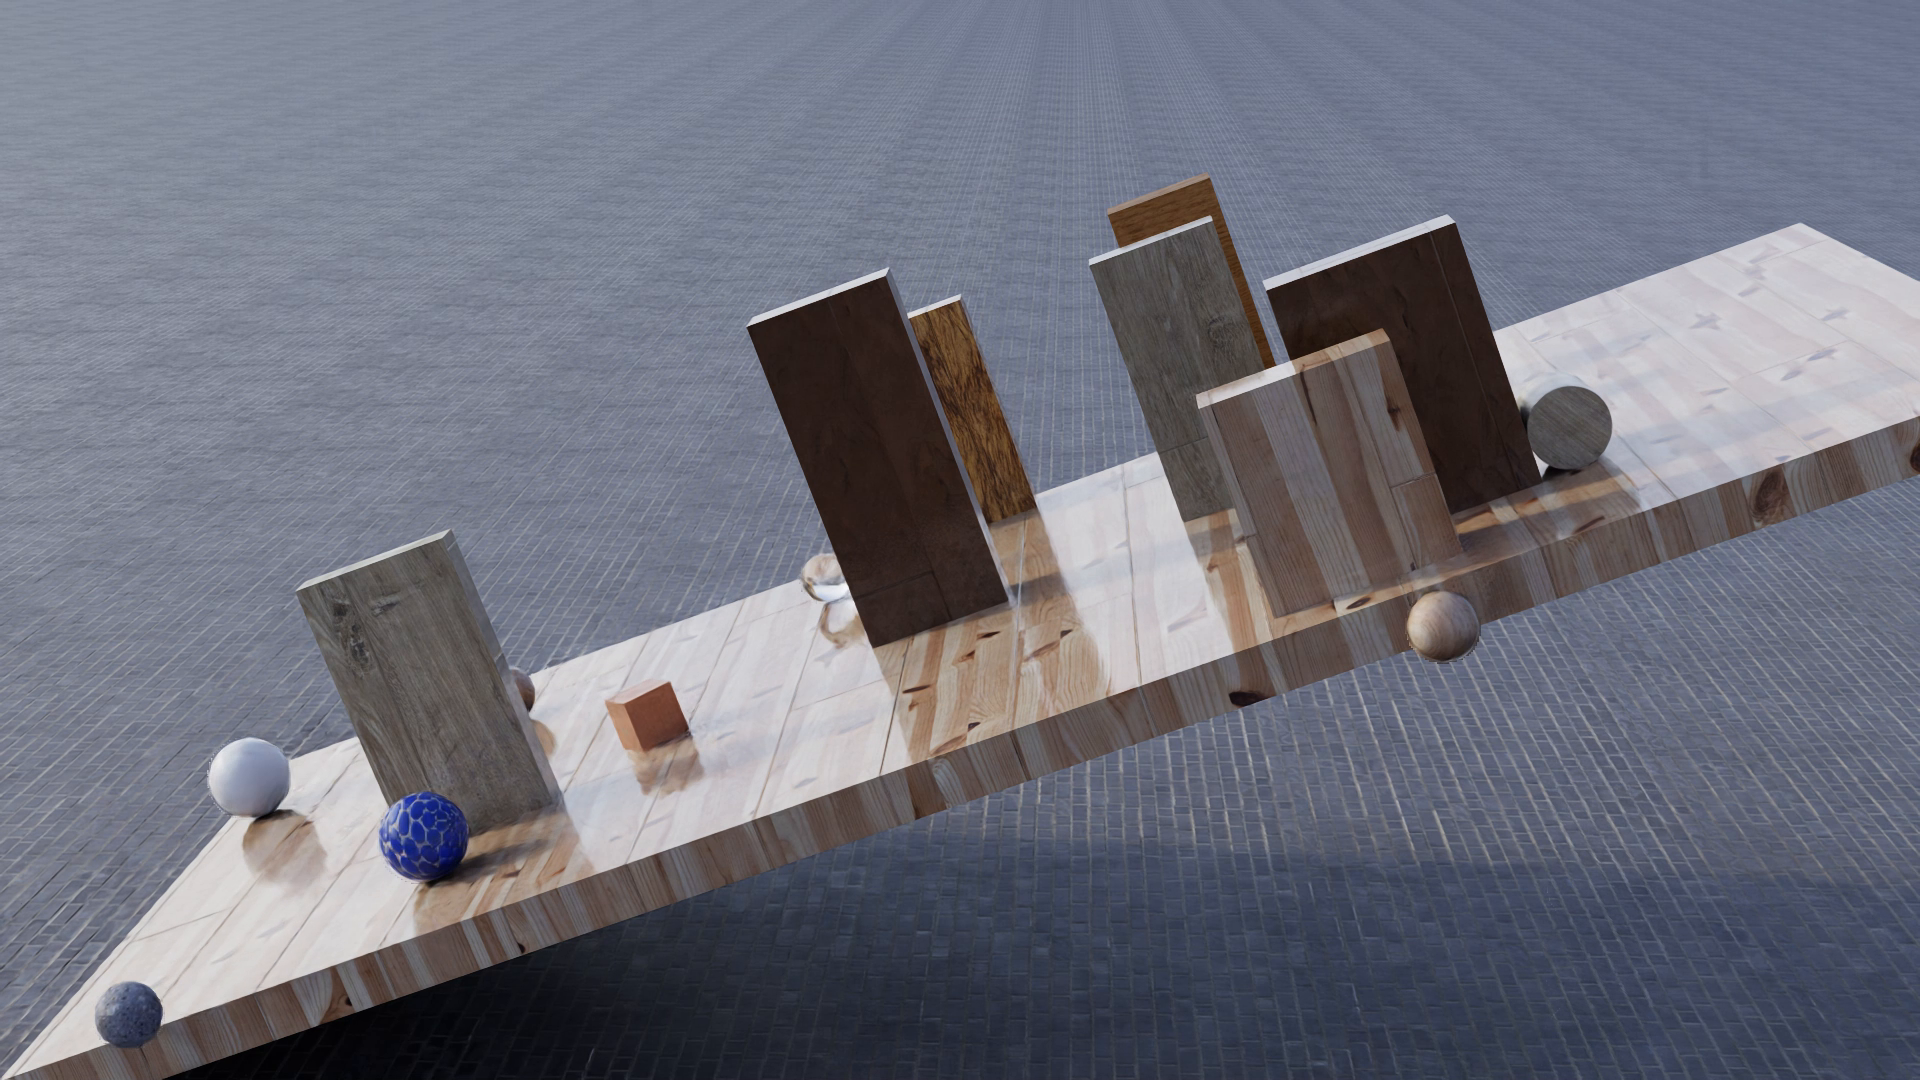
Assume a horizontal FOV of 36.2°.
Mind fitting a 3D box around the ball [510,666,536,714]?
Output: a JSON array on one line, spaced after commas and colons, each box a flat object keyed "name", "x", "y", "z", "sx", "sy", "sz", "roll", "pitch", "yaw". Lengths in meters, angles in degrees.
[{"name": "ball", "x": -1.067, "y": 0.365, "z": 6.913, "sx": 0.138, "sy": 0.138, "sz": 0.138, "roll": 0, "pitch": 13, "yaw": 0}]

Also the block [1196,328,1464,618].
[{"name": "block", "x": 0.675, "y": -0.122, "z": 5.388, "sx": 0.363, "sy": 0.416, "sz": 0.141, "roll": -20, "pitch": 11, "yaw": 6}]

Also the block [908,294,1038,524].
[{"name": "block", "x": -0.096, "y": -0.270, "z": 7.128, "sx": 0.408, "sy": 0.537, "sz": 0.101, "roll": -20, "pitch": 11, "yaw": 6}]

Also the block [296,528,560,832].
[{"name": "block", "x": -1.088, "y": 0.313, "z": 6.036, "sx": 0.325, "sy": 0.595, "sz": 0.086, "roll": -20, "pitch": 11, "yaw": 6}]

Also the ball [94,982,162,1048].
[{"name": "ball", "x": -1.541, "y": 0.880, "z": 5.453, "sx": 0.122, "sy": 0.122, "sz": 0.122, "roll": 0, "pitch": 13, "yaw": 0}]

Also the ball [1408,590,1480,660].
[{"name": "ball", "x": 0.841, "y": 0.149, "z": 5.122, "sx": 0.123, "sy": 0.123, "sz": 0.123, "roll": 0, "pitch": 13, "yaw": 0}]

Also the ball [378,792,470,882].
[{"name": "ball", "x": -1.054, "y": 0.583, "z": 5.781, "sx": 0.175, "sy": 0.175, "sz": 0.175, "roll": 0, "pitch": 13, "yaw": 0}]

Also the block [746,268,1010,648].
[{"name": "block", "x": -0.169, "y": -0.174, "z": 6.290, "sx": 0.312, "sy": 0.743, "sz": 0.135, "roll": -20, "pitch": 11, "yaw": 6}]

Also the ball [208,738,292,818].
[{"name": "ball", "x": -1.676, "y": 0.562, "z": 6.946, "sx": 0.189, "sy": 0.189, "sz": 0.189, "roll": 0, "pitch": 13, "yaw": 0}]

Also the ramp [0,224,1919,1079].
[{"name": "ramp", "x": 0.116, "y": 0.176, "z": 6.297, "sx": 4.000, "sy": 0.100, "sz": 2.000, "roll": -20, "pitch": 11, "yaw": 6}]

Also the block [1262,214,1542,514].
[{"name": "block", "x": 0.847, "y": -0.304, "z": 5.638, "sx": 0.373, "sy": 0.530, "sz": 0.127, "roll": -20, "pitch": 11, "yaw": 6}]

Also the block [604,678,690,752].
[{"name": "block", "x": -0.664, "y": 0.371, "z": 6.233, "sx": 0.113, "sy": 0.113, "sz": 0.113, "roll": -26, "pitch": 13, "yaw": -25}]

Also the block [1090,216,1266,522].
[{"name": "block", "x": 0.512, "y": -0.368, "z": 6.356, "sx": 0.278, "sy": 0.598, "sz": 0.098, "roll": -20, "pitch": 11, "yaw": 6}]

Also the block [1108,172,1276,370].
[{"name": "block", "x": 0.561, "y": -0.492, "z": 6.730, "sx": 0.243, "sy": 0.642, "sz": 0.126, "roll": -20, "pitch": 11, "yaw": 6}]

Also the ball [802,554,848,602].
[{"name": "ball", "x": -0.315, "y": 0.089, "z": 6.915, "sx": 0.117, "sy": 0.117, "sz": 0.117, "roll": 0, "pitch": 13, "yaw": 0}]

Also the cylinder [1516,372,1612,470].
[{"name": "cylinder", "x": 1.163, "y": -0.231, "z": 5.676, "sx": 0.162, "sy": 0.162, "sz": 0.162, "roll": 0, "pitch": 13, "yaw": 2}]
